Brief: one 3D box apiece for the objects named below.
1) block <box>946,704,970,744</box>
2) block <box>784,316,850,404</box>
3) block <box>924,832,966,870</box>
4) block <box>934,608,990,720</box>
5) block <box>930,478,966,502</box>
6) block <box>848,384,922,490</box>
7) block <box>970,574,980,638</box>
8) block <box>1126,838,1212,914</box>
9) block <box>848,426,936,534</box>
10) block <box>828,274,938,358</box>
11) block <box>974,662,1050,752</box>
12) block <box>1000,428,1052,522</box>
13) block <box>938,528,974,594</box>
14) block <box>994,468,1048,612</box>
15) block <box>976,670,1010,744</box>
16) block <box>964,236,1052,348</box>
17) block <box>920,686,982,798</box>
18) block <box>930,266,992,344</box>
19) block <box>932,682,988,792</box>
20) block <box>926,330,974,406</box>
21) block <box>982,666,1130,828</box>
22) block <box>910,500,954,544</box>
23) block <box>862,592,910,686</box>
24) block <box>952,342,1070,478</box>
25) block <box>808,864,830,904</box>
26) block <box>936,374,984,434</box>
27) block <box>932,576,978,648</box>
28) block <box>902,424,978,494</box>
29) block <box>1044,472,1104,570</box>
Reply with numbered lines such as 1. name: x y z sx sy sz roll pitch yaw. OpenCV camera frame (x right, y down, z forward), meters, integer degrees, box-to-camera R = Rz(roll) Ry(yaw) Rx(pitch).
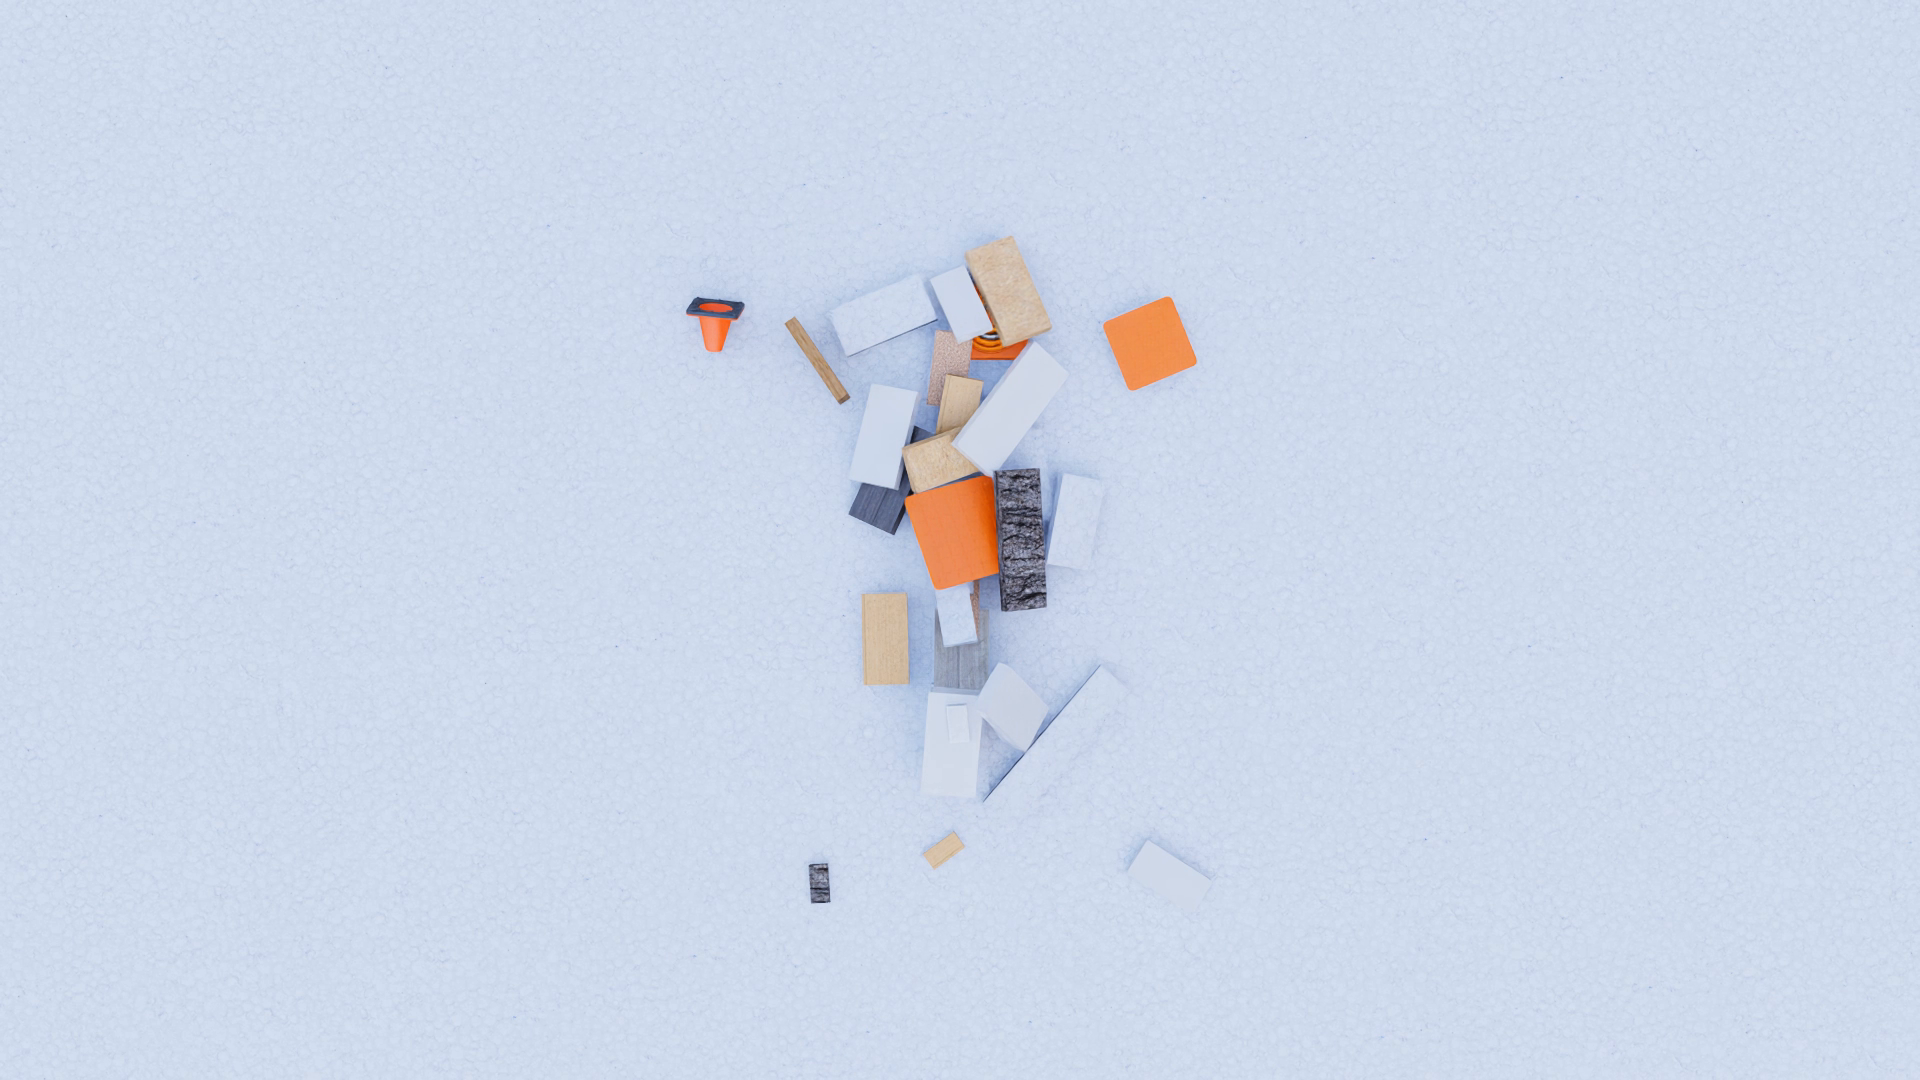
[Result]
1. block: -0.006 0.591 5.316 0.064 0.018 0.128 -4 106 2
2. block: -0.467 -0.588 5.424 0.043 0.152 0.304 -34 90 0
3. block: -0.053 1.034 5.491 0.128 0.018 0.064 -36 90 0
4. block: 0.005 0.408 5.437 0.179 0.051 0.358 0 78 0
5. block: -0.059 -0.188 5.490 0.142 0.020 0.071 25 90 0
6. block: -0.247 -0.340 5.430 0.163 0.046 0.326 12 86 18
7. block: 0.008 0.215 5.438 0.110 0.031 0.220 0 65 0
8. block: 0.695 1.117 5.482 0.257 0.036 0.129 33 90 0
9. block: -0.220 -0.213 5.453 0.163 0.046 0.358 24 90 18
10. block: -0.256 -0.745 5.477 0.326 0.046 0.163 -23 90 0
11. block: 0.169 0.544 5.334 0.048 0.337 0.168 19 72 35
12. block: 0.216 -0.206 5.478 0.152 0.043 0.304 -8 90 0
13. block: -0.013 0.072 5.453 0.110 0.031 0.220 -1 73 0
14. block: 0.198 -0.001 5.408 0.151 0.043 0.460 -5 94 -26
15. block: 0.138 0.542 5.370 0.036 0.257 0.129 16 63 33
16. block: 0.159 -0.820 5.436 0.168 0.048 0.337 -21 82 -13
17. block: -0.025 0.659 5.373 0.179 0.051 0.358 5 107 -1
18. block: 0.004 -0.776 5.431 0.124 0.035 0.248 -23 67 -2
19. block: 0.000 0.652 5.475 0.179 0.051 0.358 -2 90 0
20. block: -0.033 -0.564 5.458 0.124 0.035 0.248 8 101 0
21. block: 0.321 0.685 5.482 0.129 0.036 0.602 41 90 0
22. block: -0.095 -0.064 5.490 0.142 0.020 0.071 -43 90 0
23. block: -0.248 0.328 5.479 0.151 0.043 0.302 -1 90 0
24. block: 0.167 -0.430 5.409 0.168 0.048 0.435 41 79 -21
25. block: -0.468 1.143 5.491 0.064 0.018 0.128 -4 90 0
26. block: -0.006 -0.417 5.452 0.124 0.035 0.247 11 104 -1
27. block: -0.016 0.233 5.373 0.110 0.031 0.220 -9 74 -3
28. block: -0.031 -0.277 5.409 0.304 0.043 0.152 -21 111 -17
29. block: 0.376 -0.060 5.456 0.151 0.043 0.301 10 90 -19
